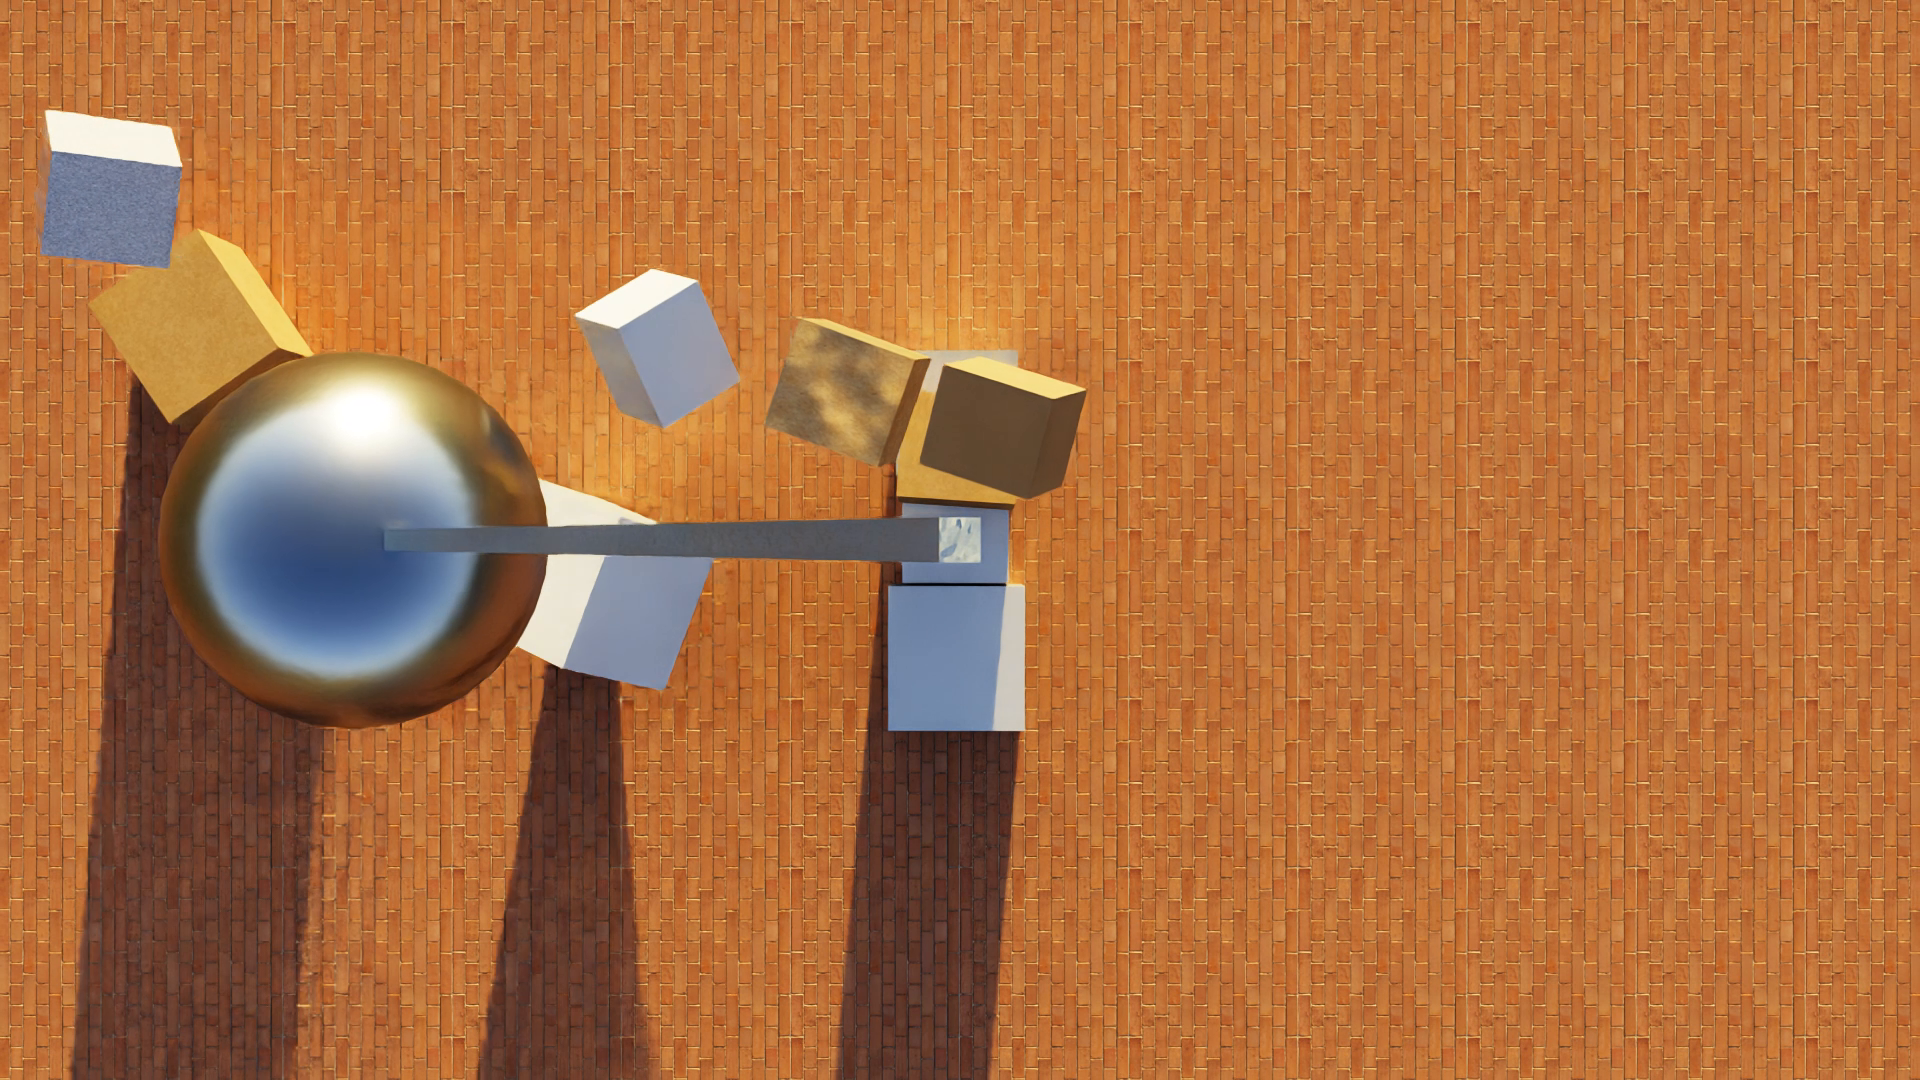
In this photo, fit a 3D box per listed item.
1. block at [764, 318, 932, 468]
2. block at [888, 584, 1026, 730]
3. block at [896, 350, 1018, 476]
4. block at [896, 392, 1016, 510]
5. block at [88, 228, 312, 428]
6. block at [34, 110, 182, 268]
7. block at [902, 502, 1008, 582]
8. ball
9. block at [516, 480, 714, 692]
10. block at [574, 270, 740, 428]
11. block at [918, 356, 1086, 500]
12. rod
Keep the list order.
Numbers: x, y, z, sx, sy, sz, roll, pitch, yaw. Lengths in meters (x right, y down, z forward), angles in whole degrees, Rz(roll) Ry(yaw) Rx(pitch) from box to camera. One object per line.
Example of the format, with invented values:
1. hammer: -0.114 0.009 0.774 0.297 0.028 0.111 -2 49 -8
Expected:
1. block: -0.502 -0.676 9.956 0.544 0.508 0.502 20 98 5
2. block: -0.019 0.661 12.631 0.763 0.738 0.806 0 90 0
3. block: -0.017 -0.710 12.644 0.683 0.713 0.699 0 90 0
4. block: -0.002 -0.479 11.950 0.632 0.654 0.562 4 88 0
5. block: -4.333 -1.190 12.632 0.742 0.718 0.813 -35 89 0
6. block: -4.151 -1.707 10.701 0.580 0.582 0.525 4 117 -28
7. block: -0.025 -0.057 12.636 0.593 0.728 0.594 0 90 0
8. ball: -2.553 0.000 9.317 1.600 1.600 1.600 0 90 0
9. block: -2.115 0.225 12.380 0.952 0.850 0.872 21 90 34
10. block: -1.407 -0.893 10.232 0.448 0.449 0.532 -35 120 -24
11. block: 0.187 -0.487 9.400 0.504 0.459 0.440 19 105 18
12. rod: -1.106 0.000 6.240 0.080 5.200 0.080 0 90 -25
